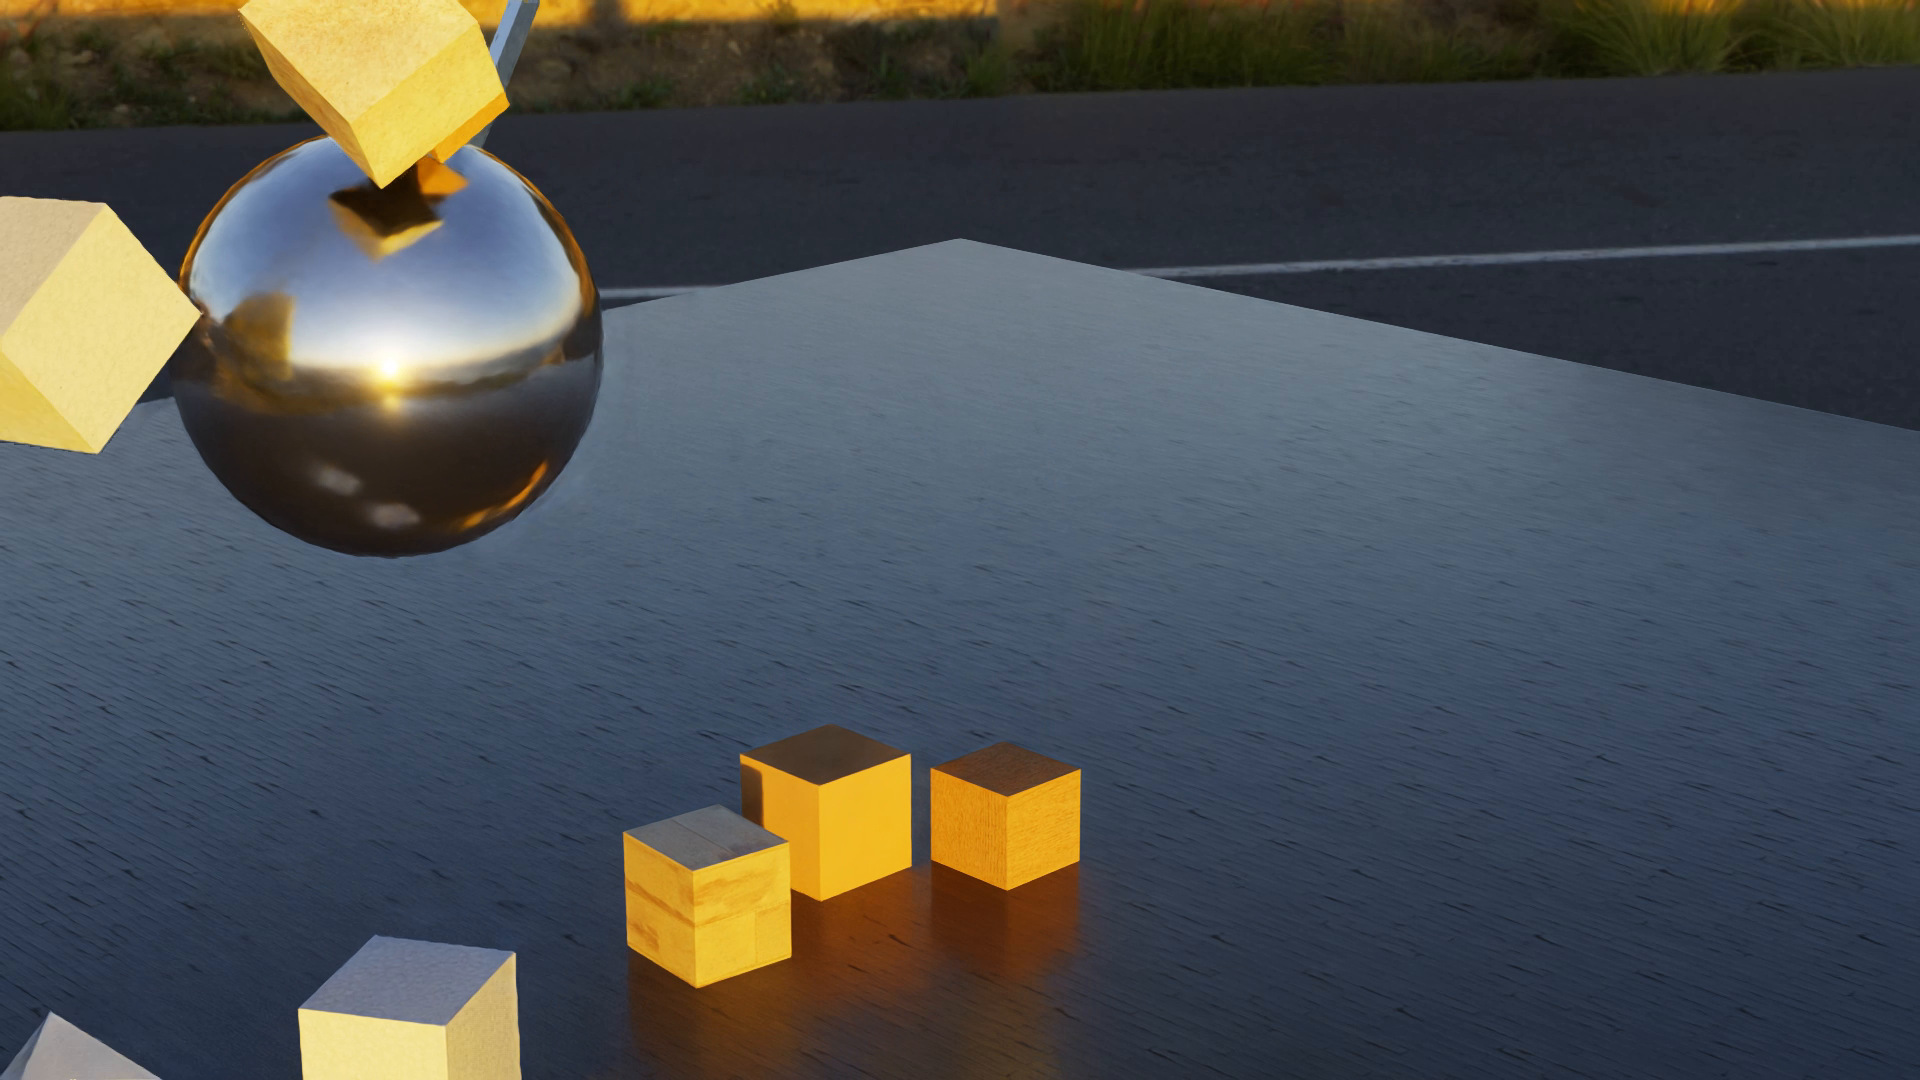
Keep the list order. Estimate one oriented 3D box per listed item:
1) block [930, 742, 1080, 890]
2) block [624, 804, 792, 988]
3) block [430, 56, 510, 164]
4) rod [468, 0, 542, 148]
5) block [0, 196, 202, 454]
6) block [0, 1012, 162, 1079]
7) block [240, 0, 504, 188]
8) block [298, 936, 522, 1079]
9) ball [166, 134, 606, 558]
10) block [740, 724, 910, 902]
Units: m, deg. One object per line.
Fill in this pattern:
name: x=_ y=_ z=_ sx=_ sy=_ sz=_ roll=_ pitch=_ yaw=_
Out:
block: x=0.210 y=1.268 z=13.547 sx=0.479 sy=0.457 sz=0.496 roll=-16 pitch=24 yaw=-42
block: x=-1.085 y=1.523 z=12.604 sx=0.491 sy=0.536 sz=0.537 roll=-14 pitch=22 yaw=-37
block: x=-1.873 y=-1.633 z=10.391 sx=0.367 sy=0.341 sz=0.329 roll=42 pitch=75 yaw=19
rod: x=-0.920 y=-3.900 z=11.152 sx=0.080 sy=5.200 sz=0.080 roll=17 pitch=-6 yaw=42
block: x=-3.015 y=-0.718 z=9.710 sx=0.545 sy=0.539 sz=0.614 roll=8 pitch=56 yaw=35
block: x=-3.068 y=2.147 z=10.075 sx=0.653 sy=0.565 sz=0.641 roll=36 pitch=12 yaw=-15
block: x=-1.988 y=-1.657 z=9.944 sx=0.546 sy=0.471 sz=0.593 roll=-42 pitch=74 yaw=-12
block: x=-2.071 y=1.948 z=11.109 sx=0.584 sy=0.622 sz=0.650 roll=4 pitch=18 yaw=14
ball: x=-2.122 y=-0.731 z=10.888 sx=1.600 sy=1.600 sz=1.600 roll=0 pitch=17 yaw=0
block: x=-0.615 y=1.242 z=13.462 sx=0.557 sy=0.558 sz=0.540 roll=-16 pitch=24 yaw=-42
